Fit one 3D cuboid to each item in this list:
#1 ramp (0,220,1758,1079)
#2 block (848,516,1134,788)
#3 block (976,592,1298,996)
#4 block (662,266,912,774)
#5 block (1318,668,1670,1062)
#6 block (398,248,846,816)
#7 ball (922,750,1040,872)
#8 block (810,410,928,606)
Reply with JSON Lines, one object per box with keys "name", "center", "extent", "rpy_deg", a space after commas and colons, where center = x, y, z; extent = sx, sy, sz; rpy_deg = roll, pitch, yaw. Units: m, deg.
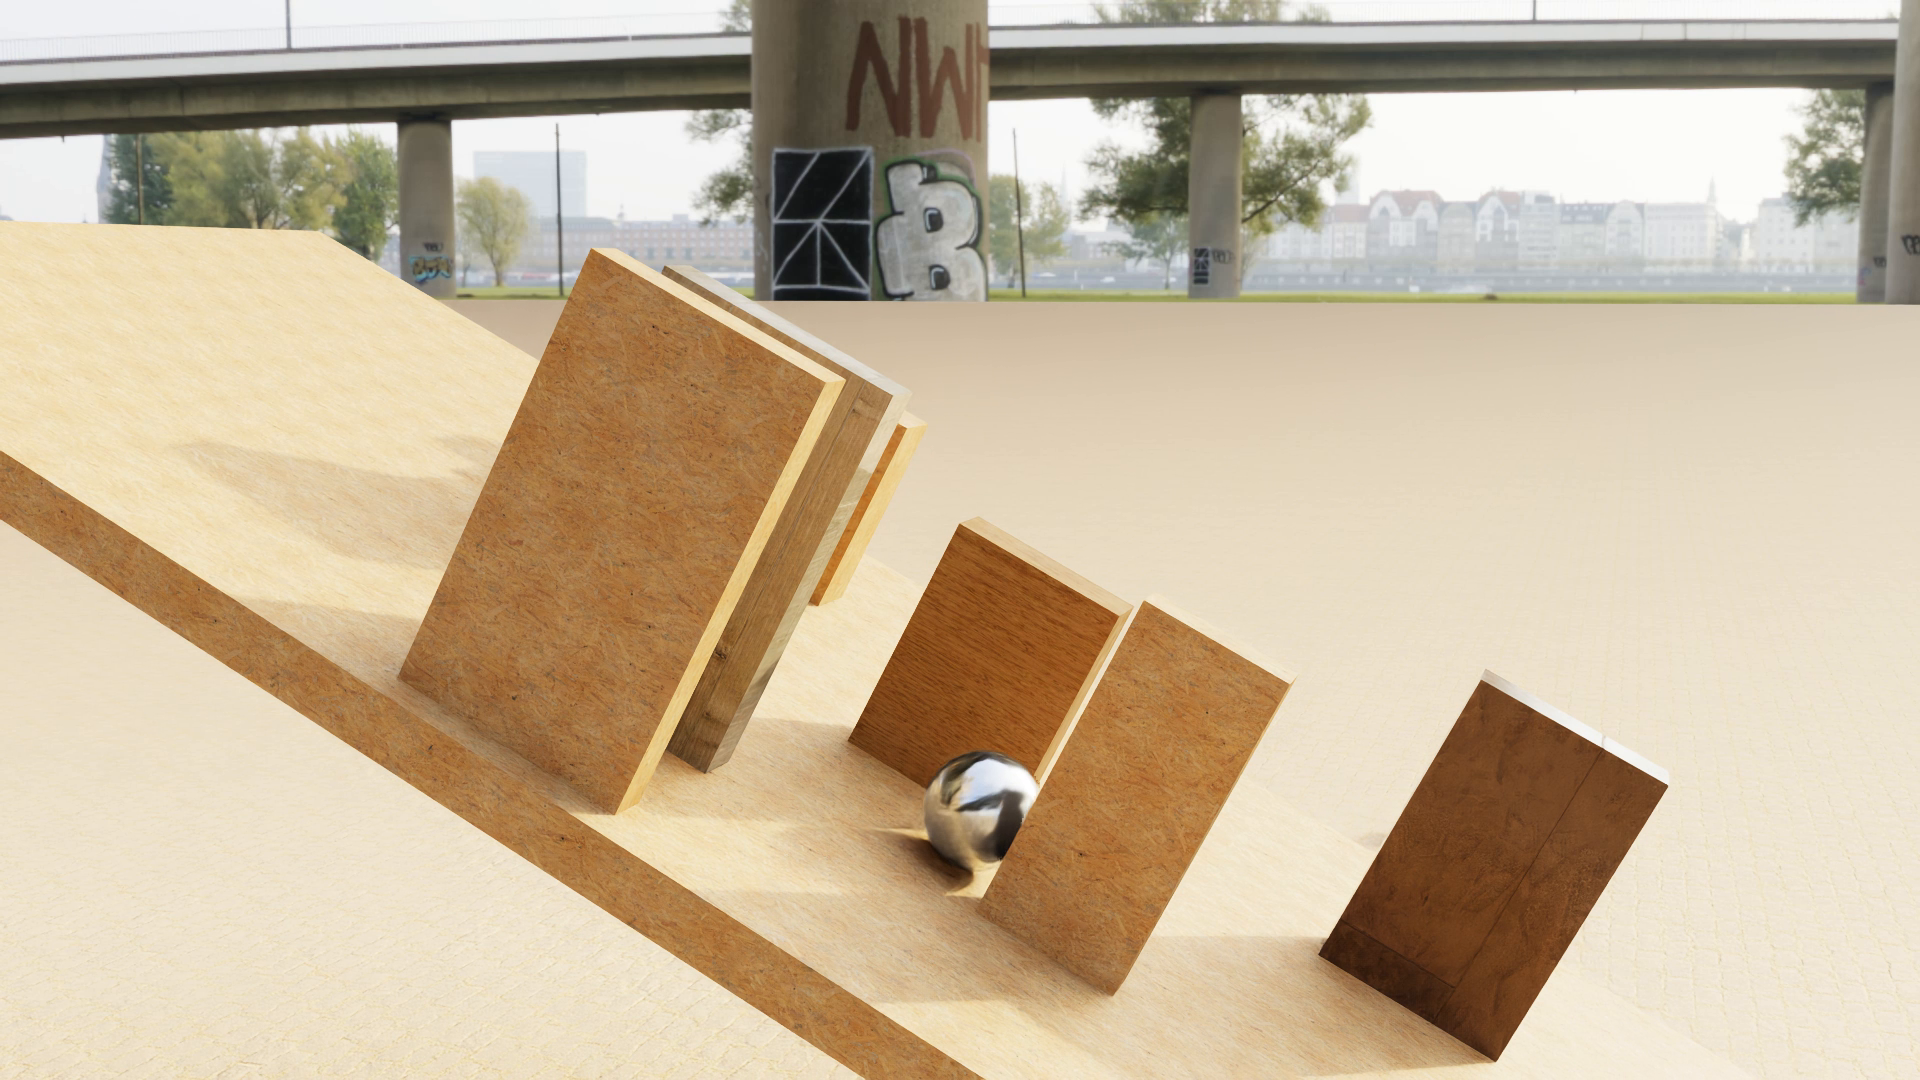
{"name": "ramp", "center": [-0.223, 0.371, 4.148], "extent": [4.000, 0.100, 2.000], "rpy_deg": [30, 14, 12]}
{"name": "block", "center": [0.054, 0.242, 3.963], "extent": [0.329, 0.458, 0.118], "rpy_deg": [30, 14, 12]}
{"name": "block", "center": [0.278, 0.407, 3.512], "extent": [0.260, 0.590, 0.089], "rpy_deg": [30, 14, 12]}
{"name": "block", "center": [-0.426, -0.033, 3.567], "extent": [0.431, 0.698, 0.098], "rpy_deg": [30, 14, 12]}
{"name": "block", "center": [0.983, 0.601, 4.074], "extent": [0.374, 0.611, 0.117], "rpy_deg": [30, 14, 12]}
{"name": "block", "center": [-0.511, -0.011, 3.260], "extent": [0.407, 0.731, 0.083], "rpy_deg": [30, 14, 12]}
{"name": "ball", "center": [0.038, 0.456, 3.696], "extent": [0.203, 0.203, 0.203], "rpy_deg": [0, 7, 0]}
{"name": "block", "center": [-0.307, -0.125, 4.672], "extent": [0.295, 0.429, 0.145], "rpy_deg": [30, 14, 12]}
